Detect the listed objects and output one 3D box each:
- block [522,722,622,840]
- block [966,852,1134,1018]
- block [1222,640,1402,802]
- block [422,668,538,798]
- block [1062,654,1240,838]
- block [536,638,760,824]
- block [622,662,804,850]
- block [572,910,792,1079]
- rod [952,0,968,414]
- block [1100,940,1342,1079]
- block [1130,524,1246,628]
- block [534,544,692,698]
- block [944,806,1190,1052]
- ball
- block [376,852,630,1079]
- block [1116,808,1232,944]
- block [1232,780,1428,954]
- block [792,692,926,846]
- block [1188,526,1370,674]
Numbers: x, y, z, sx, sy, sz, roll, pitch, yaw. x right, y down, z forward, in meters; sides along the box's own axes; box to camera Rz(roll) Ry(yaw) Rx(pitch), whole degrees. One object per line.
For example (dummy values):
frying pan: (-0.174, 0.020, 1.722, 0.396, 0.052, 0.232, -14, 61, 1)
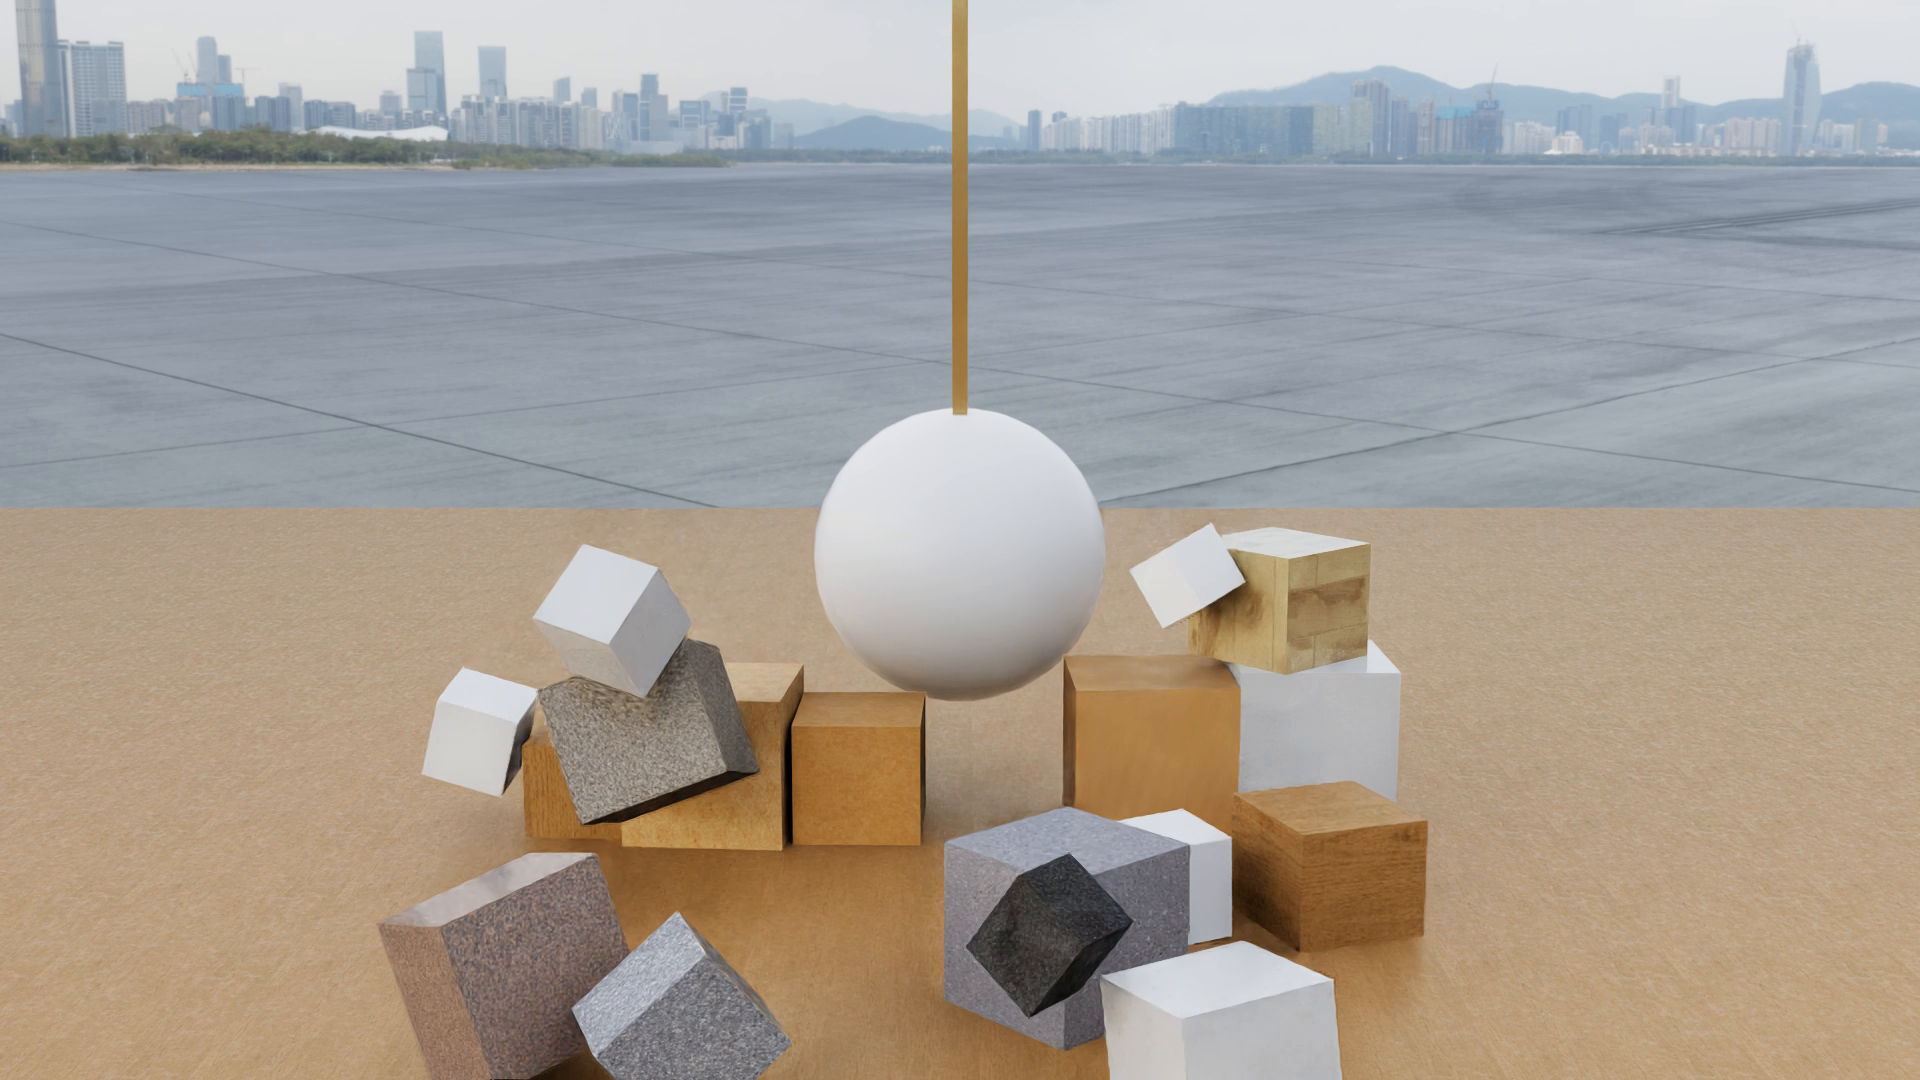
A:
block: (-1.943, 1.232, 11.437, 0.515, 0.484, 0.566, 1, 10, 3)
block: (0.321, 1.418, 7.905, 0.345, 0.391, 0.326, 46, 31, 22)
block: (1.790, 1.036, 11.378, 0.799, 0.891, 0.737, 0, 10, -1)
block: (-2.483, 0.997, 11.417, 0.424, 0.444, 0.413, 16, 21, 0)
block: (0.973, 1.077, 11.363, 0.820, 0.815, 0.756, 0, 10, -2)
block: (-1.472, 0.918, 10.496, 0.728, 0.658, 0.743, -20, -8, 4)
block: (-1.266, 1.100, 11.372, 0.814, 0.767, 0.808, 1, 10, 4)
block: (-1.008, 1.755, 7.943, 0.518, 0.488, 0.464, -42, 20, -8)
rod: (0.000, -3.158, 10.952, 0.080, 5.200, 0.080, 0, 18, 0)
block: (0.932, 1.808, 7.867, 0.610, 0.502, 0.600, -9, 7, -23)
block: (1.139, 0.179, 11.019, 0.328, 0.340, 0.345, -28, -3, -36)
block: (-1.567, 0.366, 9.960, 0.430, 0.451, 0.428, 16, 61, 27)
block: (0.435, 1.570, 9.013, 0.718, 0.685, 0.702, -9, 14, -41)
ball: (0.000, 0.079, 11.993, 1.600, 1.600, 1.600, 0, 10, 0)
block: (-1.674, 1.610, 8.262, 0.678, 0.650, 0.532, -22, 8, -38)
block: (0.884, 1.527, 9.845, 0.513, 0.459, 0.441, -7, 13, -23)
block: (1.666, 1.469, 9.982, 0.627, 0.538, 0.656, -4, 11, -20)
block: (-0.514, 1.173, 11.389, 0.645, 0.616, 0.697, 0, 10, 1)
block: (1.639, 0.299, 11.300, 0.645, 0.586, 0.653, -9, 14, -41)
